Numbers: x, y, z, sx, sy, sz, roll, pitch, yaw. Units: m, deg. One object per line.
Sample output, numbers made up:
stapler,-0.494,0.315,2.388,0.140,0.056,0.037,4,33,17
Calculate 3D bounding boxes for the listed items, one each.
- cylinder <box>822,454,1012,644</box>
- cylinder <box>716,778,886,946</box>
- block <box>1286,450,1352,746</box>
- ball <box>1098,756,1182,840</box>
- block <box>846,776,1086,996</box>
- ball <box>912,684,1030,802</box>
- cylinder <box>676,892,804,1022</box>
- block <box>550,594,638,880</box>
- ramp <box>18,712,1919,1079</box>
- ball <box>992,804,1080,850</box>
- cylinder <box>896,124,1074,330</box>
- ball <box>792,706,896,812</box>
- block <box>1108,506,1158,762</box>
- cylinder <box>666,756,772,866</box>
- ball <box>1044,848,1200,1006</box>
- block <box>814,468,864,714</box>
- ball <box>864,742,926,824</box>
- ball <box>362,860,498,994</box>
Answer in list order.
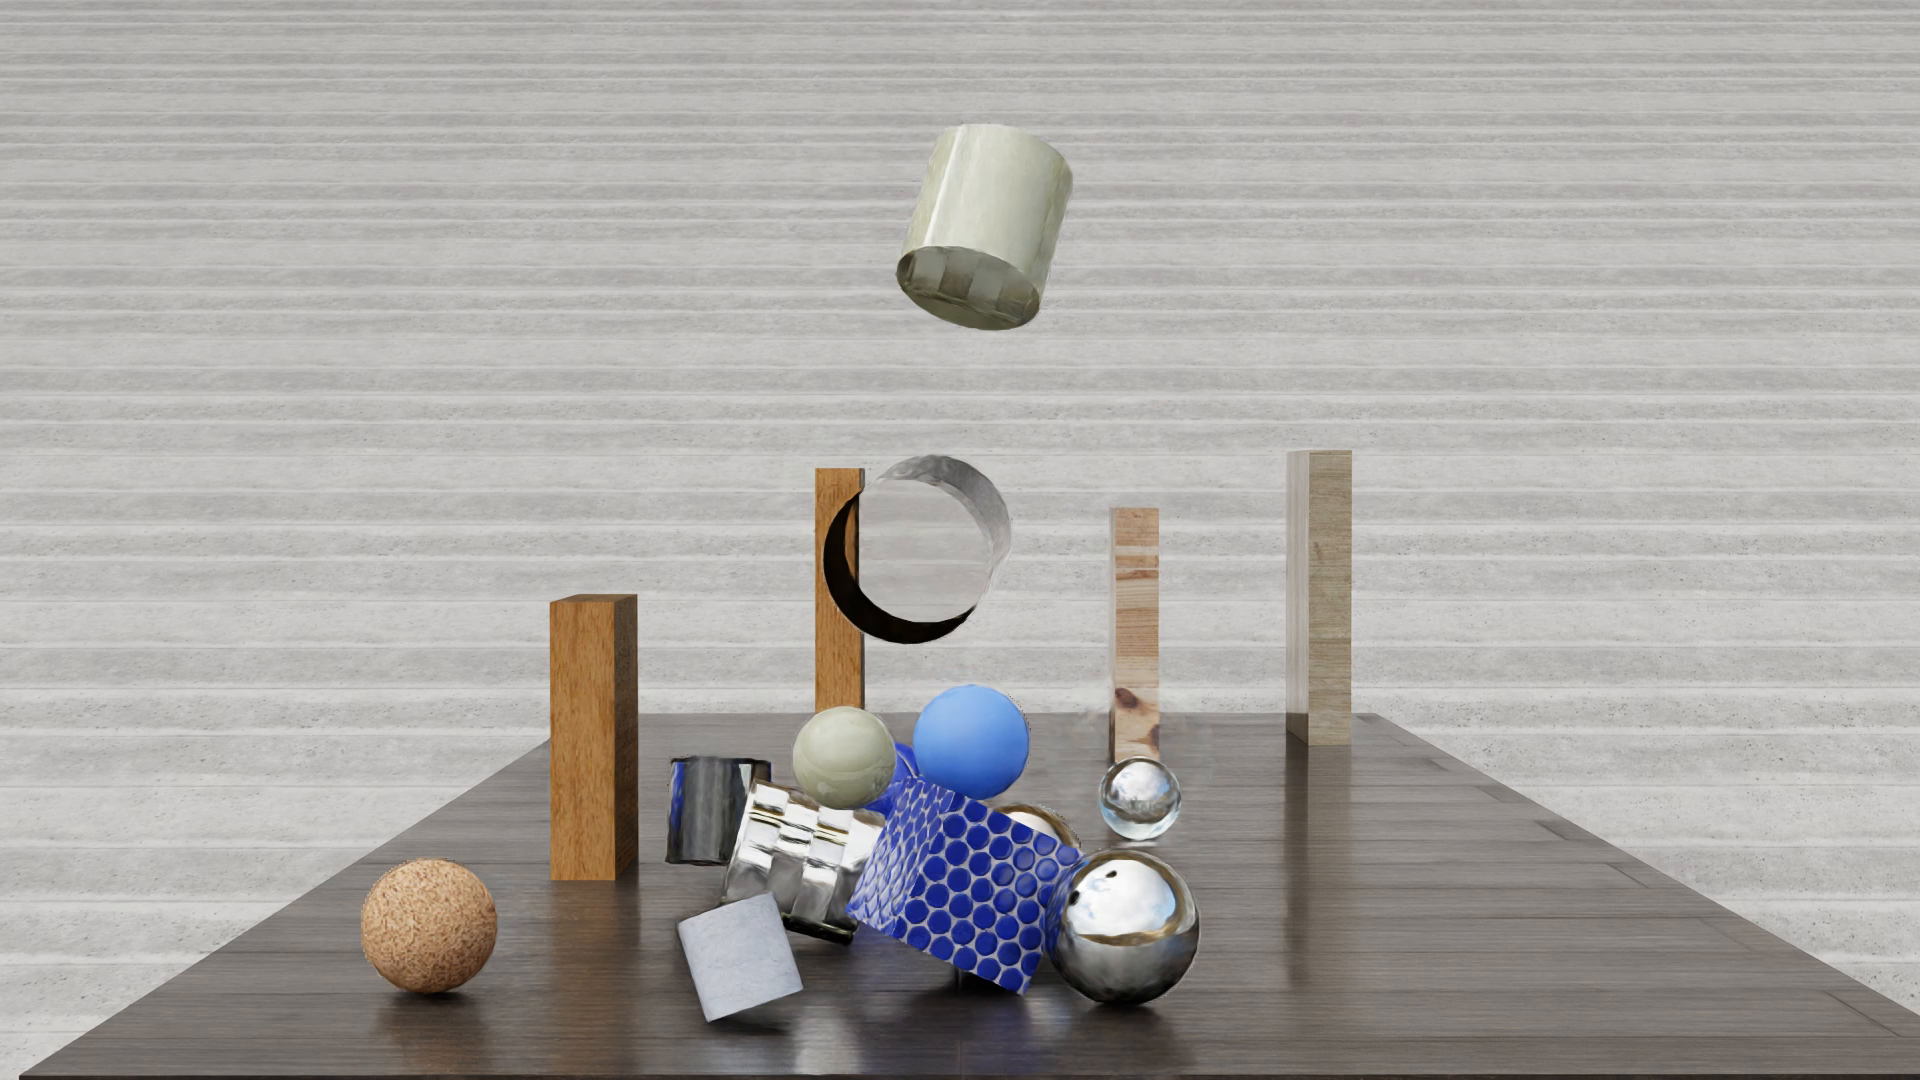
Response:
cylinder,-0.041,0.007,2.618,0.165,0.165,0.165,4,11,9
cylinder,-0.202,0.409,3.278,0.174,0.174,0.174,16,26,-3
block,0.827,0.124,5.962,0.095,0.660,0.401,0,1,0
ball,0.296,0.426,4.249,0.137,0.137,0.137,0,26,0
block,0.004,0.403,3.028,0.178,0.178,0.178,27,-8,-18
ball,0.014,0.248,3.148,0.143,0.143,0.143,0,26,0
cylinder,-0.240,0.456,2.819,0.111,0.111,0.111,-18,-9,-3
block,-0.559,0.295,3.962,0.095,0.412,0.283,0,1,0
ramp,0.059,0.537,4.573,2.000,0.100,4.000,0,1,0
ball,0.076,0.430,3.377,0.169,0.169,0.169,0,26,0
cylinder,0.029,-0.352,2.908,0.166,0.166,0.166,8,63,16
ball,-0.129,0.245,2.890,0.117,0.117,0.117,0,26,0
block,0.372,0.197,5.555,0.090,0.534,0.274,0,1,0
cylinder,-0.347,0.393,3.716,0.147,0.147,0.147,1,-10,0
ball,0.182,0.437,2.913,0.176,0.176,0.176,0,26,0
block,-0.268,0.148,5.782,0.098,0.621,0.267,0,1,0
ball,-0.117,0.409,4.101,0.178,0.178,0.178,0,26,0
ball,-0.613,0.447,2.986,0.154,0.154,0.154,0,26,0
